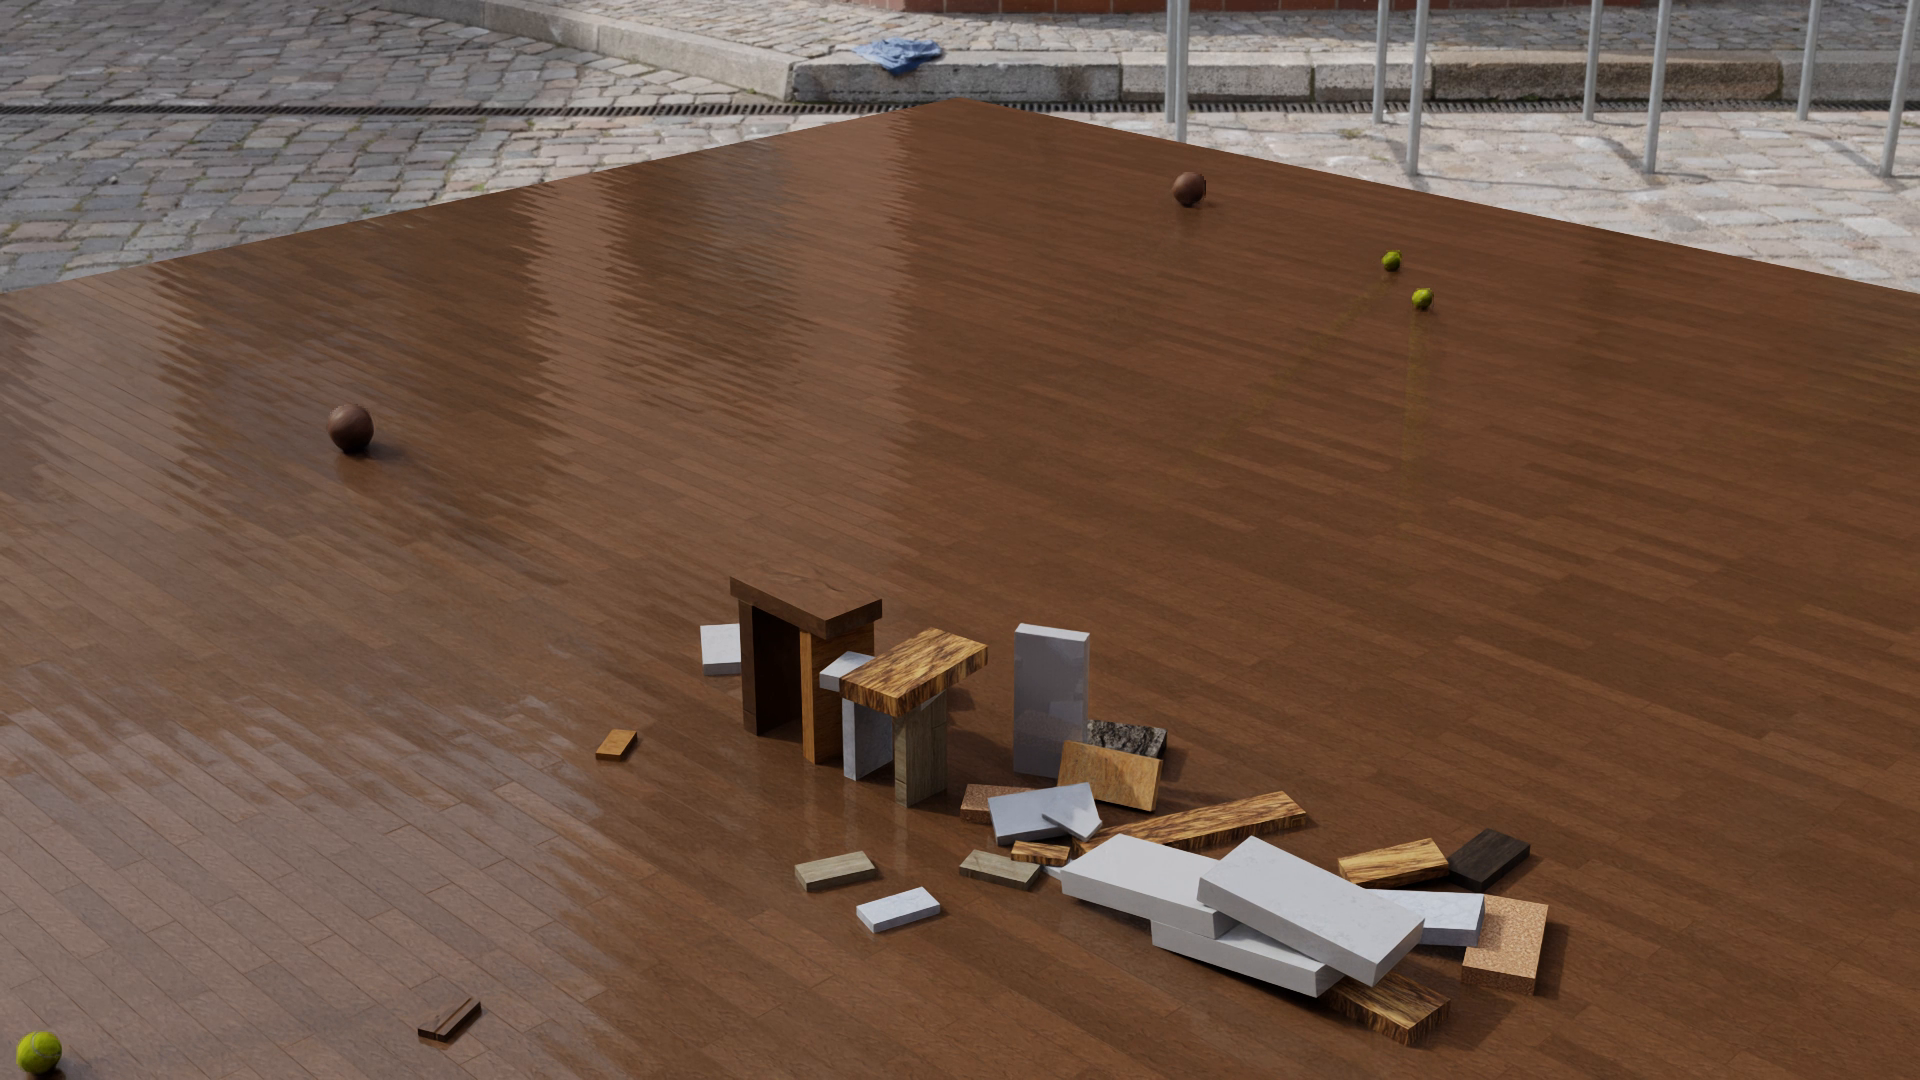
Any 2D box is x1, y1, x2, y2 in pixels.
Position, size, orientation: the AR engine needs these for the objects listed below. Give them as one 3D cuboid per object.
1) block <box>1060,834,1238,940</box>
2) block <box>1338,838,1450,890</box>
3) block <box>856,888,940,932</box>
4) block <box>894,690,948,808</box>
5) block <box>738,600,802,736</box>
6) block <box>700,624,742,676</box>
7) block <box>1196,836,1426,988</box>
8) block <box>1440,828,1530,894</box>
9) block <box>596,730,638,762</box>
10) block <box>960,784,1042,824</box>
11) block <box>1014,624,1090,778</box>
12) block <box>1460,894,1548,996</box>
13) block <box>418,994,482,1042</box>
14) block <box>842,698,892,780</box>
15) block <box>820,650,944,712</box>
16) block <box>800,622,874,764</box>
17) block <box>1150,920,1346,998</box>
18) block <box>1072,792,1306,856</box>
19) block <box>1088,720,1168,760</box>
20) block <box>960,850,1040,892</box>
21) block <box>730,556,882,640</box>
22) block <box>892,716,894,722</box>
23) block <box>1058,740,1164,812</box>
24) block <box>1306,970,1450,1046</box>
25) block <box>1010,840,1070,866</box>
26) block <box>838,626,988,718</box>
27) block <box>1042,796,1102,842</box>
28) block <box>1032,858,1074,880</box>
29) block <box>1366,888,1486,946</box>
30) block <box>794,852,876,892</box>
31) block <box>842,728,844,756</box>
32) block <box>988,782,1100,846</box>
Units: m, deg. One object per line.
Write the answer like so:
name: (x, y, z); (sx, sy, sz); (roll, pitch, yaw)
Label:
block: (0.380, 0.638, 4.078); (0.356, 0.050, 0.178); (9, 23, 42)
block: (0.830, 0.626, 4.215); (0.189, 0.027, 0.095); (-11, 24, -5)
block: (-0.115, 0.691, 4.108); (0.140, 0.020, 0.070); (-12, 26, -27)
block: (-0.079, 0.418, 4.479); (0.033, 0.232, 0.116); (21, 31, 41)
block: (-0.400, 0.254, 4.765); (0.044, 0.310, 0.155); (21, 31, 41)
block: (-0.549, 0.254, 5.125); (0.103, 0.029, 0.206); (-3, 23, -7)
block: (0.618, 0.651, 3.885); (0.356, 0.050, 0.178); (23, 32, 31)
block: (1.015, 0.621, 4.262); (0.095, 0.027, 0.189); (19, 30, 38)
block: (-0.735, 0.439, 4.706); (0.054, 0.015, 0.109); (4, 23, 10)
block: (0.110, 0.539, 4.453); (0.206, 0.029, 0.103); (3, 23, 8)
block: (0.188, 0.338, 4.548); (0.148, 0.325, 0.042); (7, 24, 17)
block: (0.990, 0.731, 3.991); (0.126, 0.036, 0.251); (8, 24, 17)
block: (-0.881, 0.825, 3.796); (0.054, 0.015, 0.109); (9, 25, 20)
block: (-0.193, 0.373, 4.585); (0.033, 0.232, 0.116); (18, 29, 36)
block: (-0.155, 0.285, 4.454); (0.232, 0.033, 0.116); (11, 25, 25)
block: (-0.257, 0.306, 4.641); (0.155, 0.311, 0.044); (-16, 28, -32)
block: (0.540, 0.714, 3.952); (0.355, 0.050, 0.178); (10, 24, 42)
block: (0.457, 0.576, 4.369); (0.472, 0.027, 0.094); (-9, 25, -20)
block: (0.282, 0.436, 4.679); (0.295, 0.042, 0.148); (6, 24, 14)
block: (0.076, 0.636, 4.236); (0.139, 0.020, 0.070); (10, 25, 23)
block: (-0.326, 0.119, 4.628); (0.155, 0.044, 0.310); (-21, 31, -40)
block: (-0.120, 0.356, 4.884); (0.103, 0.029, 0.206); (-8, 24, -18)
block: (0.305, 0.481, 4.492); (0.206, 0.103, 0.029); (10, 2, 23)
block: (0.715, 0.792, 3.849); (0.126, 0.036, 0.251); (-21, 31, -40)
block: (0.156, 0.608, 4.263); (0.108, 0.015, 0.054); (5, 20, 10)
block: (-0.091, 0.262, 4.410); (0.148, 0.042, 0.295); (16, 28, 34)
block: (0.221, 0.550, 4.331); (0.108, 0.015, 0.054); (27, 50, 29)
block: (0.183, 0.628, 4.262); (0.054, 0.015, 0.108); (-21, 31, -40)
block: (0.828, 0.692, 4.036); (0.251, 0.036, 0.126); (-1, 21, 21)
block: (-0.241, 0.637, 4.233); (0.139, 0.020, 0.070); (-9, 25, -21)
block: (-0.223, 0.404, 4.669); (0.054, 0.109, 0.015); (-16, 28, -32)
block: (0.166, 0.545, 4.375); (0.206, 0.029, 0.103); (-8, 42, -5)
